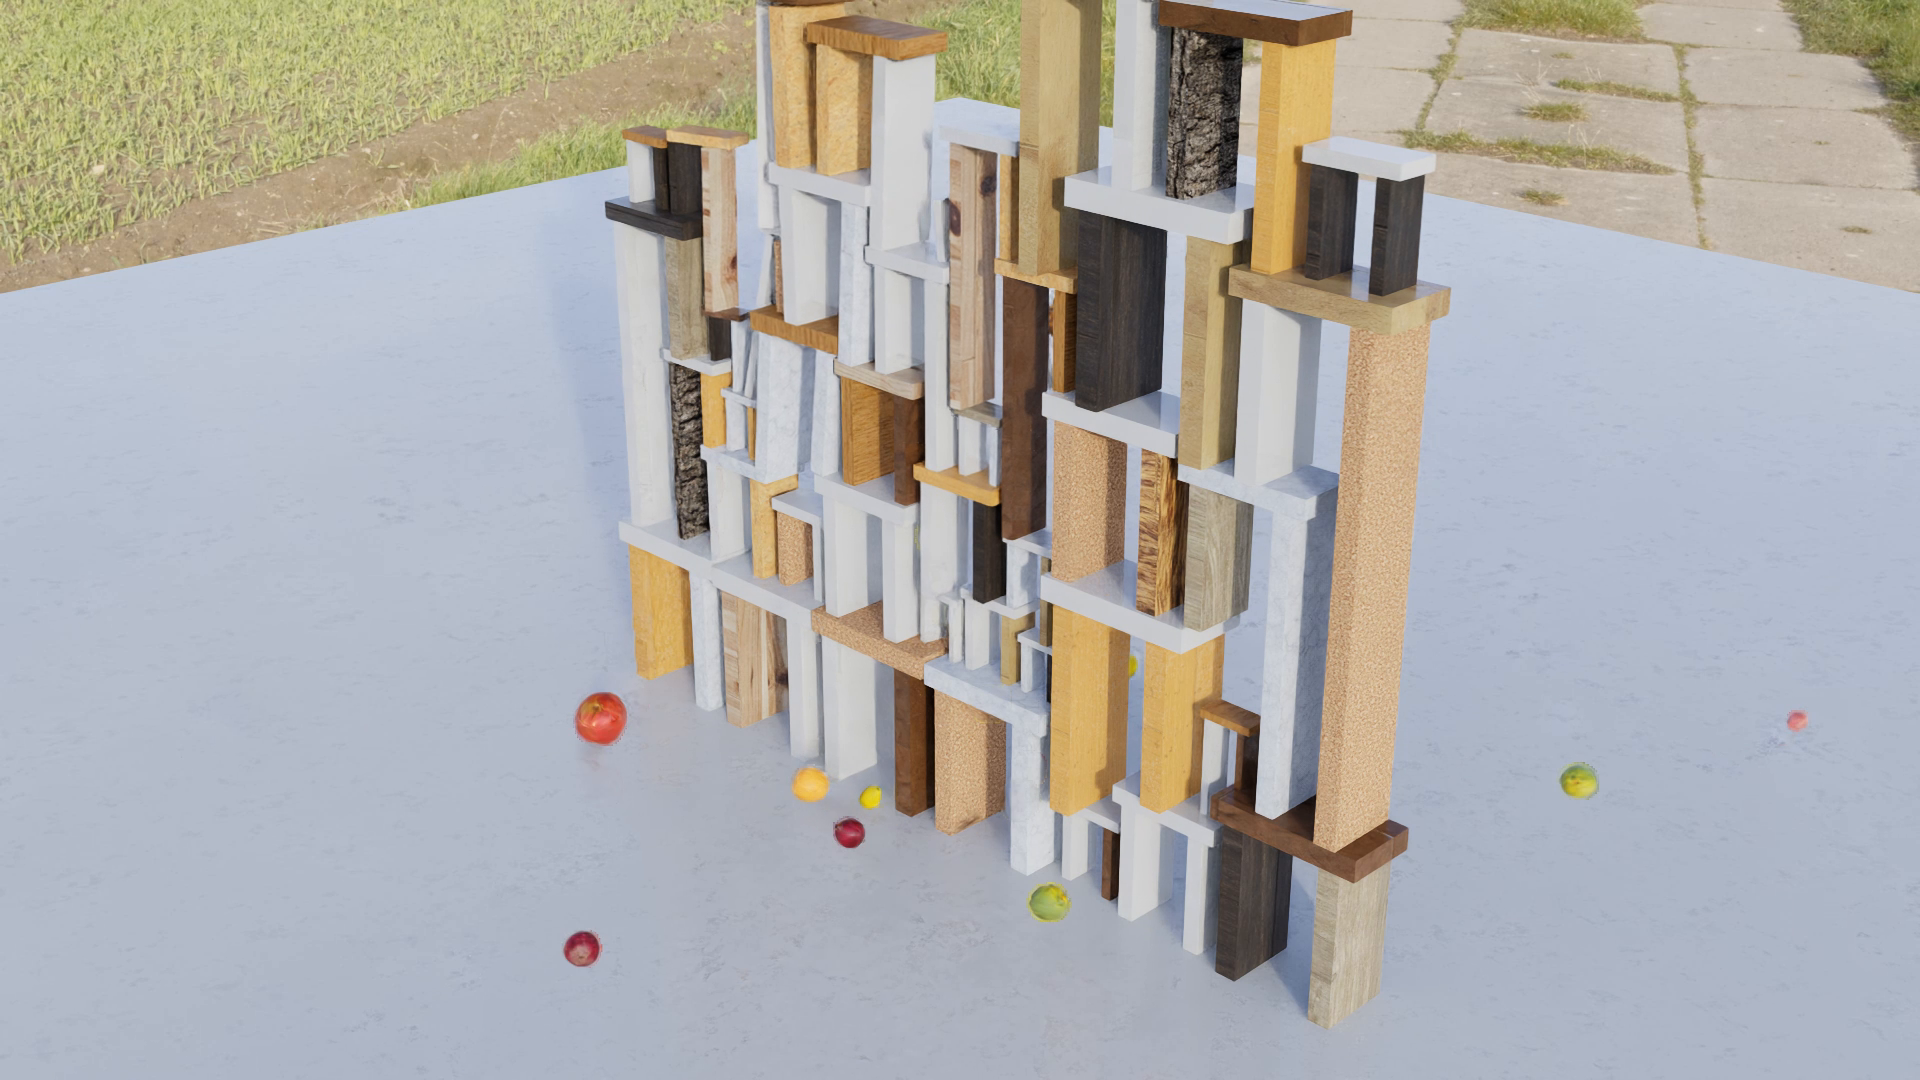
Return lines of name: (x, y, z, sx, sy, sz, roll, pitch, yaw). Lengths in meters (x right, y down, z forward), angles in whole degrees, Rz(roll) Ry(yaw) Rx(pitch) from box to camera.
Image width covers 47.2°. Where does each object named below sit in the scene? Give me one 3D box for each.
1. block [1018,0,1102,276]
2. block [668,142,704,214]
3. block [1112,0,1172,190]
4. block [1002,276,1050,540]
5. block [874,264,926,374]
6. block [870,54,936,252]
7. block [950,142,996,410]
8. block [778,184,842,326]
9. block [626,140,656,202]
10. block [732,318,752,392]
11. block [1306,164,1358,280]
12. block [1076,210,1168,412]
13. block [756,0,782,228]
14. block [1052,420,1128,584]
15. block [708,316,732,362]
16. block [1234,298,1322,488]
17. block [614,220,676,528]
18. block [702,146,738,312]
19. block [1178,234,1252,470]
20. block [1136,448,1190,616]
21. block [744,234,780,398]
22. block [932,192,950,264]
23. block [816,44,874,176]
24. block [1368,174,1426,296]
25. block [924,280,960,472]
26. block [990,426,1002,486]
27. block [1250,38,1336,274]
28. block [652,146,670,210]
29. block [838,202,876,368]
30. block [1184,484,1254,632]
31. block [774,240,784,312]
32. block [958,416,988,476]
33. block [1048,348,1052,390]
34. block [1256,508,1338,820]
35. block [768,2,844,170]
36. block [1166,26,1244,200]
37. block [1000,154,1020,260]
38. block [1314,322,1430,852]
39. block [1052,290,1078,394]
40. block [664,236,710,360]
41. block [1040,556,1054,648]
block: (0.170, -0.704, 3.730, 0.043, 0.491, 0.153, 21, 31, 40)
block: (-0.561, -0.751, 4.523, 0.021, 0.150, 0.075, 21, 31, 40)
block: (0.316, -0.733, 3.563, 0.043, 0.307, 0.153, 21, 31, 40)
block: (0.118, -0.246, 3.987, 0.026, 0.502, 0.092, 21, 31, 41)
block: (-0.112, -0.429, 4.167, 0.105, 0.211, 0.030, -21, 31, -40)
block: (-0.106, -0.718, 4.042, 0.121, 0.359, 0.034, -20, 33, -39)
block: (0.024, -0.485, 3.999, 0.026, 0.497, 0.093, 21, 30, 39)
block: (-0.284, -0.567, 4.293, 0.136, 0.273, 0.039, -21, 30, -40)
block: (-0.664, -0.779, 4.614, 0.019, 0.131, 0.066, 21, 31, 41)
block: (-0.450, -0.387, 4.567, 0.014, 0.154, 0.049, 19, 28, 36)
block: (0.575, -0.498, 3.393, 0.090, 0.179, 0.025, -21, 31, -40)
block: (0.276, -0.407, 3.755, 0.049, 0.346, 0.173, 21, 31, 40)
block: (-0.365, -0.849, 4.323, 0.042, 0.448, 0.149, 3, 20, 4)
block: (0.233, -0.087, 3.938, 0.043, 0.301, 0.150, 21, 31, 40)
block: (-0.499, -0.424, 4.585, 0.014, 0.097, 0.049, 20, 31, 39)
block: (0.515, -0.254, 3.552, 0.044, 0.308, 0.154, 21, 31, 41)
block: (-0.671, -0.368, 4.792, 0.037, 0.690, 0.131, 21, 31, 40)
block: (-0.490, -0.636, 4.491, 0.021, 0.337, 0.075, 18, 27, 36)
block: (0.440, -0.324, 3.614, 0.049, 0.389, 0.173, 21, 31, 41)
block: (0.375, -0.032, 3.808, 0.043, 0.301, 0.150, 21, 31, 40)
block: (-0.387, -0.460, 4.484, 0.020, 0.355, 0.071, 26, 30, 29)
block: (-0.020, -0.569, 3.995, 0.017, 0.117, 0.058, 16, 33, 35)
block: (-0.211, -0.812, 4.109, 0.121, 0.242, 0.034, -21, 32, -40)
block: (0.659, -0.465, 3.315, 0.090, 0.179, 0.025, -21, 31, -40)
block: (-0.017, -0.315, 4.103, 0.030, 0.369, 0.105, 21, 31, 40)
block: (0.081, -0.162, 4.064, 0.016, 0.116, 0.058, 22, 32, 40)
block: (0.517, -0.600, 3.409, 0.135, 0.355, 0.038, -21, 31, -41)
block: (-0.602, -0.755, 4.557, 0.019, 0.131, 0.066, 21, 31, 40)
block: (-0.165, -0.499, 4.193, 0.136, 0.319, 0.039, -21, 35, -40)
block: (0.443, 0.013, 3.749, 0.037, 0.263, 0.131, 21, 31, 41)
block: (-0.333, -0.529, 4.371, 0.020, 0.142, 0.071, 20, 29, 41)
block: (0.025, -0.183, 4.115, 0.058, 0.116, 0.016, -21, 31, -40)
block: (0.172, -0.349, 4.482, 0.017, 0.117, 0.058, -22, 33, -13)
block: (0.565, 0.197, 3.692, 0.037, 0.557, 0.131, 21, 31, 41)
block: (-0.284, -0.866, 4.164, 0.149, 0.299, 0.042, -21, 29, -40)
block: (0.390, -0.689, 3.507, 0.038, 0.269, 0.135, 21, 31, 40)
block: (0.110, -0.593, 3.857, 0.026, 0.186, 0.093, 20, 30, 39)
block: (0.659, 0.076, 3.535, 0.044, 0.902, 0.154, 21, 31, 40)
block: (0.204, -0.357, 3.843, 0.092, 0.184, 0.026, -21, 31, -40)
block: (-0.547, -0.517, 4.594, 0.037, 0.261, 0.131, 21, 31, 40)
block: (0.177, 0.106, 4.078, 0.064, 0.179, 0.018, -21, 31, -41)
